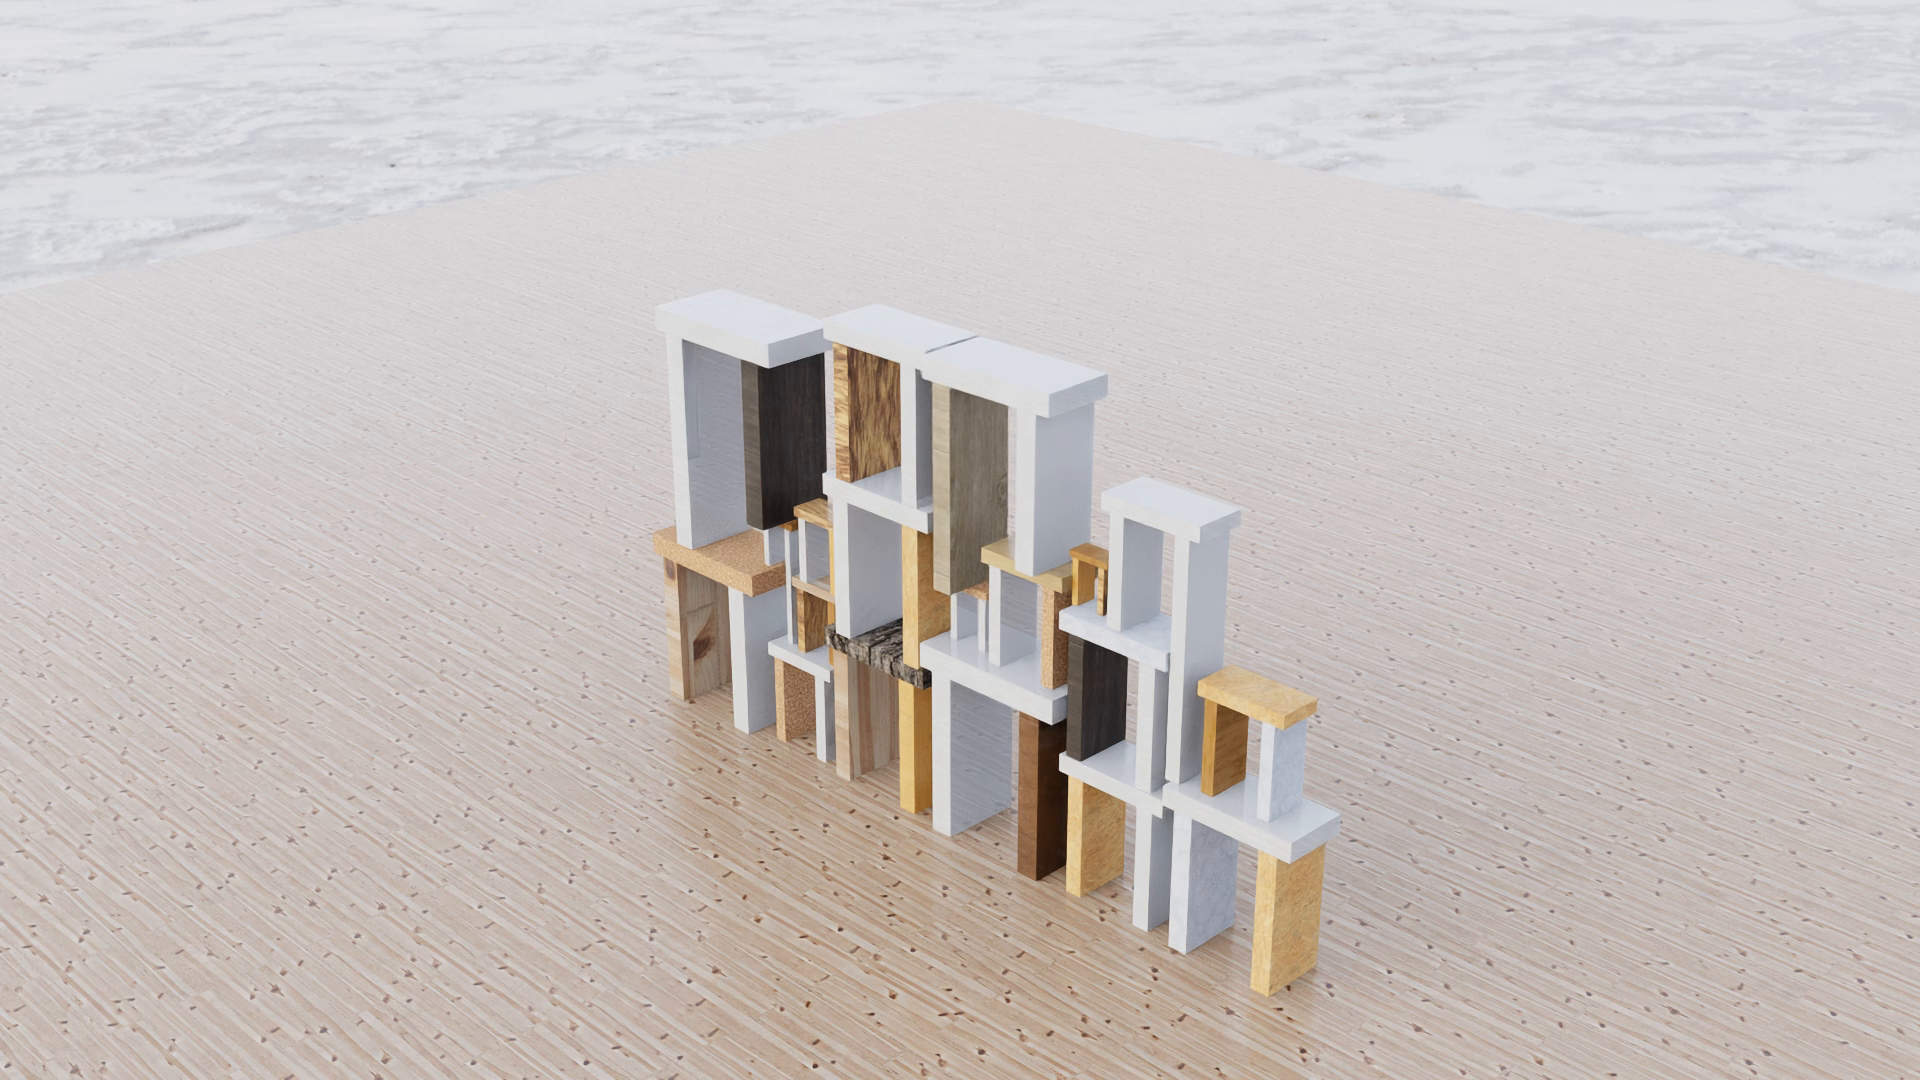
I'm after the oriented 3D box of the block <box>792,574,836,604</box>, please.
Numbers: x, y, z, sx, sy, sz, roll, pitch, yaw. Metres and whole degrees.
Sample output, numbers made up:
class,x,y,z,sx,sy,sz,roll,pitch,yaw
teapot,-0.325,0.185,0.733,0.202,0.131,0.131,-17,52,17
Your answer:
class,x,y,z,sx,sy,sz,roll,pitch,yaw
block,-0.273,0.096,4.567,0.145,0.021,0.072,21,31,41

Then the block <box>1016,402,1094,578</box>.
class,x,y,z,sx,sy,sz,roll,pitch,yaw
block,0.172,-0.105,3.989,0.044,0.313,0.157,22,31,40

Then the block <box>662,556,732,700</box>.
class,x,y,z,sx,sy,sz,roll,pitch,yaw
block,-0.574,0.175,4.918,0.048,0.337,0.168,21,31,41

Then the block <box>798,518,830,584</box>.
class,x,y,z,sx,sy,sz,roll,pitch,yaw
block,-0.300,0.012,4.557,0.020,0.141,0.071,21,31,41

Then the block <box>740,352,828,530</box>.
class,x,y,z,sx,sy,sz,roll,pitch,yaw
block,-0.360,-0.216,4.531,0.051,0.360,0.180,21,31,40

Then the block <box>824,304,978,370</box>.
class,x,y,z,sx,sy,sz,roll,pitch,yaw
block,-0.114,-0.388,4.184,0.141,0.040,0.282,-21,31,-40

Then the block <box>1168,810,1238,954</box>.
class,x,y,z,sx,sy,sz,roll,pitch,yaw
block,0.445,0.596,3.993,0.040,0.283,0.141,21,31,41

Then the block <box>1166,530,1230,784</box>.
class,x,y,z,sx,sy,sz,roll,pitch,yaw
block,0.417,0.198,3.863,0.111,0.472,0.031,-21,31,-41

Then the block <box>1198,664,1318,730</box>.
class,x,y,z,sx,sy,sz,roll,pitch,yaw
block,0.512,0.270,3.788,0.186,0.026,0.093,21,31,40

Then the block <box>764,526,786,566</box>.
class,x,y,z,sx,sy,sz,roll,pitch,yaw
block,-0.390,0.000,4.648,0.050,0.101,0.014,-21,31,-41

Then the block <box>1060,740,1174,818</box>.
class,x,y,z,sx,sy,sz,roll,pitch,yaw
block,0.318,0.432,4.058,0.250,0.035,0.125,21,31,41

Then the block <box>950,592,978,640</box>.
class,x,y,z,sx,sy,sz,roll,pitch,yaw
block,0.008,0.133,4.278,0.016,0.113,0.057,21,31,41

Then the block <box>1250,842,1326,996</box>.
class,x,y,z,sx,sy,sz,roll,pitch,yaw
block,0.578,0.648,3.871,0.040,0.283,0.141,21,31,41

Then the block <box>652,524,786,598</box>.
class,x,y,z,sx,sy,sz,roll,pitch,yaw
block,-0.495,0.029,4.770,0.337,0.048,0.168,21,31,41

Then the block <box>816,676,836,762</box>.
class,x,y,z,sx,sy,sz,roll,pitch,yaw
block,-0.259,0.364,4.653,0.028,0.195,0.098,21,31,41

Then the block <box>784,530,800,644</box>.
class,x,y,z,sx,sy,sz,roll,pitch,yaw
block,-0.342,0.093,4.636,0.014,0.262,0.050,21,31,41

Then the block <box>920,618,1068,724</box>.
class,x,y,z,sx,sy,sz,roll,pitch,yaw
block,0.108,0.247,4.220,0.175,0.050,0.350,-21,31,-41

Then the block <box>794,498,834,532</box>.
class,x,y,z,sx,sy,sz,roll,pitch,yaw
block,-0.266,-0.049,4.495,0.141,0.020,0.071,21,31,41

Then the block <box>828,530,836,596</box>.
class,x,y,z,sx,sy,sz,roll,pitch,yaw
block,-0.233,0.038,4.495,0.020,0.141,0.071,21,31,41

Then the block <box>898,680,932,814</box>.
class,x,y,z,sx,sy,sz,roll,pitch,yaw
block,-0.055,0.395,4.457,0.041,0.291,0.145,21,31,41

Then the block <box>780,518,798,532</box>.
class,x,y,z,sx,sy,sz,roll,pitch,yaw
block,-0.366,-0.044,4.604,0.101,0.014,0.050,21,31,41

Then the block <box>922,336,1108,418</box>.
class,x,y,z,sx,sy,sz,roll,pitch,yaw
block,0.097,-0.297,3.985,0.313,0.044,0.157,21,31,40

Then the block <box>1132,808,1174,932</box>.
class,x,y,z,sx,sy,sz,roll,pitch,yaw
block,0.377,0.586,4.059,0.035,0.250,0.125,21,31,41

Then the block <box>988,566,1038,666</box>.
class,x,y,z,sx,sy,sz,roll,pitch,yaw
block,0.101,0.129,4.172,0.102,0.203,0.029,-21,31,-41

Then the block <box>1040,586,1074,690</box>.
class,x,y,z,sx,sy,sz,roll,pitch,yaw
block,0.197,0.167,4.084,0.029,0.203,0.102,21,31,41

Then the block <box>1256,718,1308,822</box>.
class,x,y,z,sx,sy,sz,roll,pitch,yaw
block,0.555,0.385,3.790,0.026,0.186,0.093,21,31,41

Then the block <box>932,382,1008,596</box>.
class,x,y,z,sx,sy,sz,roll,pitch,yaw
block,0.021,-0.114,4.142,0.044,0.416,0.157,21,31,40

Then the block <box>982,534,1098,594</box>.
class,x,y,z,sx,sy,sz,roll,pitch,yaw
block,0.148,0.042,4.082,0.203,0.029,0.102,21,31,40

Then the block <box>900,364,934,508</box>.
class,x,y,z,sx,sy,sz,roll,pitch,yaw
block,-0.047,-0.214,4.186,0.040,0.282,0.141,21,31,41

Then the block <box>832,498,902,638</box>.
class,x,y,z,sx,sy,sz,roll,pitch,yaw
block,-0.184,0.037,4.444,0.042,0.297,0.149,21,31,41

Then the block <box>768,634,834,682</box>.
class,x,y,z,sx,sy,sz,roll,pitch,yaw
block,-0.305,0.243,4.652,0.195,0.028,0.098,21,31,41

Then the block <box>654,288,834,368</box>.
class,x,y,z,sx,sy,sz,roll,pitch,yaw
block,-0.444,-0.438,4.529,0.360,0.051,0.180,21,31,40

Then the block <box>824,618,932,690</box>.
class,x,y,z,sx,sy,sz,roll,pitch,yaw
block,-0.124,0.216,4.455,0.291,0.041,0.145,21,31,41

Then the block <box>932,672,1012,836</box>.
class,x,y,z,sx,sy,sz,roll,pitch,yaw
block,0.025,0.398,4.374,0.050,0.350,0.175,21,31,41

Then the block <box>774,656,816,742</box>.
class,x,y,z,sx,sy,sz,roll,pitch,yaw
block,-0.351,0.328,4.737,0.028,0.195,0.098,21,31,41

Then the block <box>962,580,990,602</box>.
class,x,y,z,sx,sy,sz,roll,pitch,yaw
block,0.031,0.086,4.224,0.057,0.016,0.113,-21,31,-40

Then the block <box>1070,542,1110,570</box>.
class,x,y,z,sx,sy,sz,roll,pitch,yaw
block,0.247,0.029,3.969,0.093,0.013,0.046,21,31,41

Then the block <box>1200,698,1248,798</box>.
class,x,y,z,sx,sy,sz,roll,pitch,yaw
block,0.468,0.350,3.870,0.026,0.186,0.093,21,31,41

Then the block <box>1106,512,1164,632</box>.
class,x,y,z,sx,sy,sz,roll,pitch,yaw
block,0.313,0.042,3.910,0.031,0.221,0.111,21,31,41

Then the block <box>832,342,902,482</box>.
class,x,y,z,sx,sy,sz,roll,pitch,yaw
block,-0.180,-0.266,4.308,0.040,0.282,0.141,21,31,41

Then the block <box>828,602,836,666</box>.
class,x,y,z,sx,sy,sz,roll,pitch,yaw
block,-0.239,0.185,4.568,0.021,0.145,0.072,21,31,41

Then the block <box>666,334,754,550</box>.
class,x,y,z,sx,sy,sz,roll,pitch,yaw
block,-0.530,-0.229,4.709,0.051,0.475,0.180,21,31,41

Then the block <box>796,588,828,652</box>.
class,x,y,z,sx,sy,sz,roll,pitch,yaw
block,-0.308,0.158,4.631,0.021,0.145,0.072,21,31,41

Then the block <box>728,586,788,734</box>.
class,x,y,z,sx,sy,sz,roll,pitch,yaw
block,-0.415,0.237,4.772,0.048,0.337,0.168,21,31,41

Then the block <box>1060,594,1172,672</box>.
class,x,y,z,sx,sy,sz,roll,pitch,yaw
block,0.314,0.163,3.955,0.252,0.036,0.126,21,31,41

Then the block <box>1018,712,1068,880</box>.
class,x,y,z,sx,sy,sz,roll,pitch,yaw
block,0.190,0.463,4.222,0.050,0.350,0.175,21,31,41

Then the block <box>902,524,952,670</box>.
class,x,y,z,sx,sy,sz,roll,pitch,yaw
block,-0.044,0.091,4.315,0.042,0.297,0.149,21,31,41

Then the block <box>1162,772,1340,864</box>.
class,x,y,z,sx,sy,sz,roll,pitch,yaw
block,0.511,0.474,3.869,0.283,0.040,0.141,21,31,41

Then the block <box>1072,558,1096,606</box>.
class,x,y,z,sx,sy,sz,roll,pitch,yaw
block,0.226,0.070,4.010,0.046,0.093,0.013,-21,31,-41

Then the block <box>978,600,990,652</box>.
class,x,y,z,sx,sy,sz,roll,pitch,yaw
block,0.062,0.154,4.228,0.057,0.113,0.016,-21,31,-41

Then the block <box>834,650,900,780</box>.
class,x,y,z,sx,sy,sz,roll,pitch,yaw
block,-0.192,0.342,4.583,0.041,0.291,0.145,21,31,41

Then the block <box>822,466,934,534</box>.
class,x,y,z,sx,sy,sz,roll,pitch,yaw
block,-0.114,-0.092,4.313,0.297,0.042,0.148,21,31,41

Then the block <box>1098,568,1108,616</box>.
class,x,y,z,sx,sy,sz,roll,pitch,yaw
block,0.269,0.087,3.970,0.013,0.093,0.046,21,31,41

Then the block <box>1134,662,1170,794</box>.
class,x,y,z,sx,sy,sz,roll,pitch,yaw
block,0.373,0.318,3.957,0.036,0.252,0.126,21,31,41

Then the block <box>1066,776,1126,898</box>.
class,x,y,z,sx,sy,sz,roll,pitch,yaw
block,0.259,0.540,4.168,0.035,0.250,0.125,21,31,41

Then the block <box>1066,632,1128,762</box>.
class,x,y,z,sx,sy,sz,roll,pitch,yaw
block,0.255,0.272,4.066,0.036,0.252,0.126,21,31,41

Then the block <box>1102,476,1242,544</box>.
class,x,y,z,sx,sy,sz,roll,pitch,yaw
block,0.365,-0.054,3.812,0.221,0.031,0.111,21,31,40
